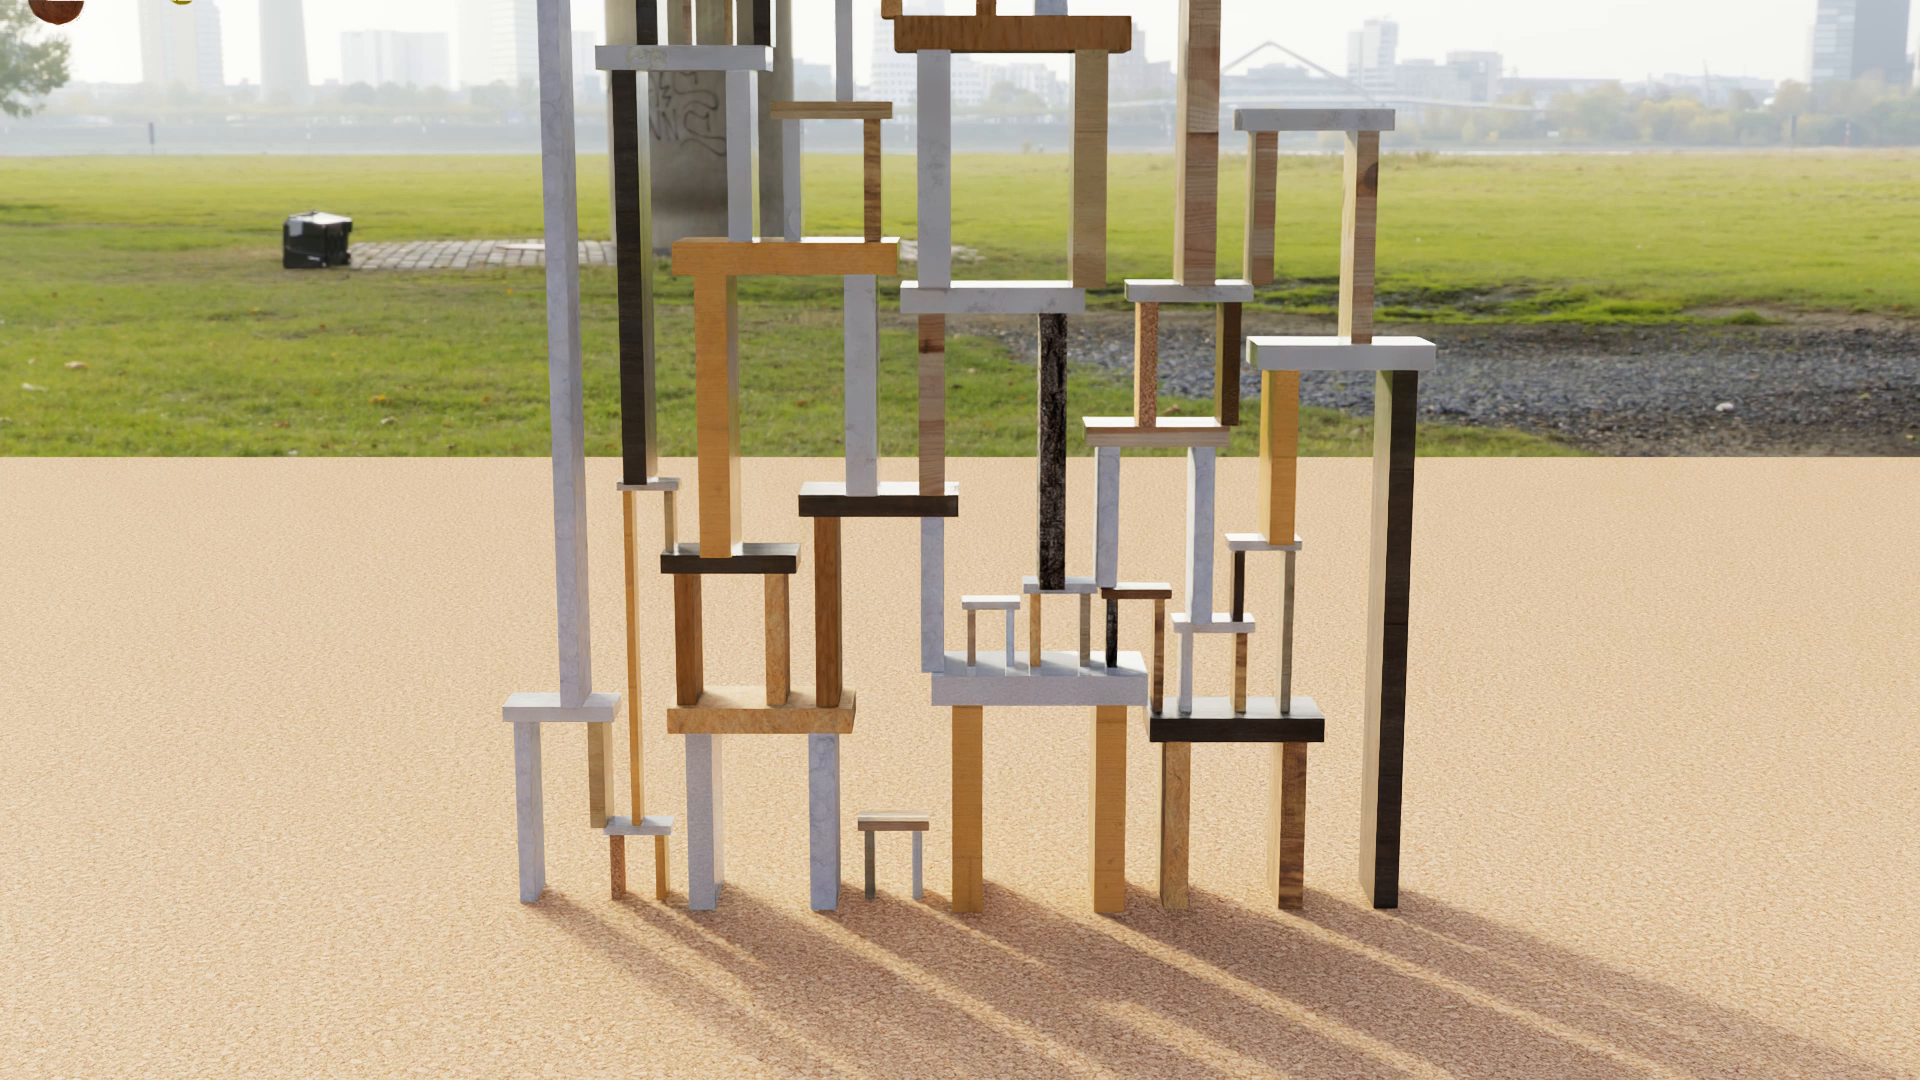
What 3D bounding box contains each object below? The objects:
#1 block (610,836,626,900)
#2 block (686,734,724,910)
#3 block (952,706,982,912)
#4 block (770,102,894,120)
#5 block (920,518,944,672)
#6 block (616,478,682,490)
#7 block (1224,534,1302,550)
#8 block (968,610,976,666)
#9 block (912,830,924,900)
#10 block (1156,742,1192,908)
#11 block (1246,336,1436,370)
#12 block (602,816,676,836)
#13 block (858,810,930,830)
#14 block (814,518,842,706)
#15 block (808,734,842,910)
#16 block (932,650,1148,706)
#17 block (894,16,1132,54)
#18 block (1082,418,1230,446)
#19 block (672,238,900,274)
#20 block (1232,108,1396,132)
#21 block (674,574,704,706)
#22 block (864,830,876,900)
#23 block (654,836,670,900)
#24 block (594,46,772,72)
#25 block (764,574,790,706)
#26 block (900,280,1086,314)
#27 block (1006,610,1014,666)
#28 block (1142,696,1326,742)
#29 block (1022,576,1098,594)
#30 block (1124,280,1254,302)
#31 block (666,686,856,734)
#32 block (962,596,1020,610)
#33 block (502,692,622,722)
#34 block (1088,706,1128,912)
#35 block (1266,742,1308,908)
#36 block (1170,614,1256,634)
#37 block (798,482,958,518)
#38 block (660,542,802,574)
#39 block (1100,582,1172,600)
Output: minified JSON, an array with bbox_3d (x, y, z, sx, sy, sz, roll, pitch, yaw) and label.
[{"bbox_3d":[-0.569,0.536,3.656,0.016,0.112,0.056,0,11,0],"label":"block"},{"bbox_3d":[-0.421,0.445,3.638,0.042,0.297,0.149,0,11,0],"label":"block"},{"bbox_3d":[0.012,0.420,3.635,0.049,0.347,0.173,0,11,0],"label":"block"},{"bbox_3d":[-0.198,-0.671,3.436,0.187,0.027,0.094,0,11,0],"label":"block"},{"bbox_3d":[-0.044,0.077,3.571,0.036,0.254,0.127,0,11,0],"label":"block"},{"bbox_3d":[-0.499,-0.090,3.538,0.099,0.014,0.050,0,11,0],"label":"block"},{"bbox_3d":[0.490,0.004,3.556,0.117,0.017,0.058,0,11,0],"label":"block"},{"bbox_3d":[0.019,0.155,3.588,0.013,0.095,0.047,0,11,0],"label":"block"},{"bbox_3d":[-0.070,0.532,3.660,0.017,0.118,0.059,0,11,0],"label":"block"},{"bbox_3d":[0.353,0.452,3.640,0.040,0.282,0.141,0,11,0],"label":"block"},{"bbox_3d":[0.604,-0.298,3.502,0.278,0.039,0.139,0,11,0],"label":"block"},{"bbox_3d":[-0.532,0.473,3.644,0.112,0.016,0.056,0,10,0],"label":"block"},{"bbox_3d":[-0.110,0.465,3.648,0.118,0.017,0.059,0,11,0],"label":"block"},{"bbox_3d":[-0.214,0.105,3.576,0.036,0.310,0.127,0,11,0],"label":"block"},{"bbox_3d":[-0.223,0.445,3.638,0.042,0.297,0.149,0,11,0],"label":"block"},{"bbox_3d":[0.127,0.226,3.599,0.347,0.049,0.173,0,11,0],"label":"block"},{"bbox_3d":[0.080,-0.783,3.410,0.359,0.051,0.180,0,11,0],"label":"block"},{"bbox_3d":[0.313,-0.174,3.530,0.227,0.032,0.113,0,11,0],"label":"block"},{"bbox_3d":[-0.271,-0.450,3.480,0.347,0.049,0.174,0,11,0],"label":"block"},{"bbox_3d":[0.551,-0.657,3.437,0.236,0.033,0.118,0,11,0],"label":"block"},{"bbox_3d":[-0.442,0.151,3.583,0.031,0.217,0.108,0,11,0],"label":"block"},{"bbox_3d":[-0.149,0.532,3.660,0.017,0.118,0.059,0,11,0],"label":"block"},{"bbox_3d":[-0.494,0.536,3.656,0.016,0.112,0.056,0,11,0],"label":"block"},{"bbox_3d":[-0.427,-0.749,3.425,0.261,0.037,0.131,0,11,0],"label":"block"},{"bbox_3d":[-0.297,0.151,3.583,0.031,0.217,0.108,0,11,0],"label":"block"},{"bbox_3d":[0.051,-0.385,3.484,0.287,0.041,0.144,0,11,0],"label":"block"},{"bbox_3d":[0.082,0.155,3.588,0.013,0.095,0.047,0,11,0],"label":"block"},{"bbox_3d":[0.446,0.294,3.611,0.282,0.040,0.141,0,11,0],"label":"block"},{"bbox_3d":[0.162,0.073,3.577,0.121,0.017,0.060,0,11,0],"label":"block"},{"bbox_3d":[0.362,-0.395,3.490,0.195,0.028,0.098,0,11,0],"label":"block"},{"bbox_3d":[-0.322,0.278,3.607,0.297,0.042,0.148,0,11,0],"label":"block"},{"bbox_3d":[0.050,0.102,3.578,0.095,0.013,0.047,0,11,0],"label":"block"},{"bbox_3d":[-0.653,0.275,3.614,0.180,0.025,0.090,0,11,0],"label":"block"},{"bbox_3d":[0.243,0.420,3.635,0.049,0.347,0.173,0,11,0],"label":"block"},{"bbox_3d":[0.540,0.452,3.640,0.040,0.282,0.141,0,11,0],"label":"block"},{"bbox_3d":[0.412,0.135,3.586,0.131,0.019,0.066,0,11,0],"label":"block"},{"bbox_3d":[-0.129,-0.066,3.544,0.254,0.036,0.127,0,11,0],"label":"block"},{"bbox_3d":[-0.370,0.029,3.560,0.217,0.031,0.108,0,11,0],"label":"block"},{"bbox_3d":[0.285,0.082,3.571,0.113,0.016,0.057,0,11,0],"label":"block"}]
